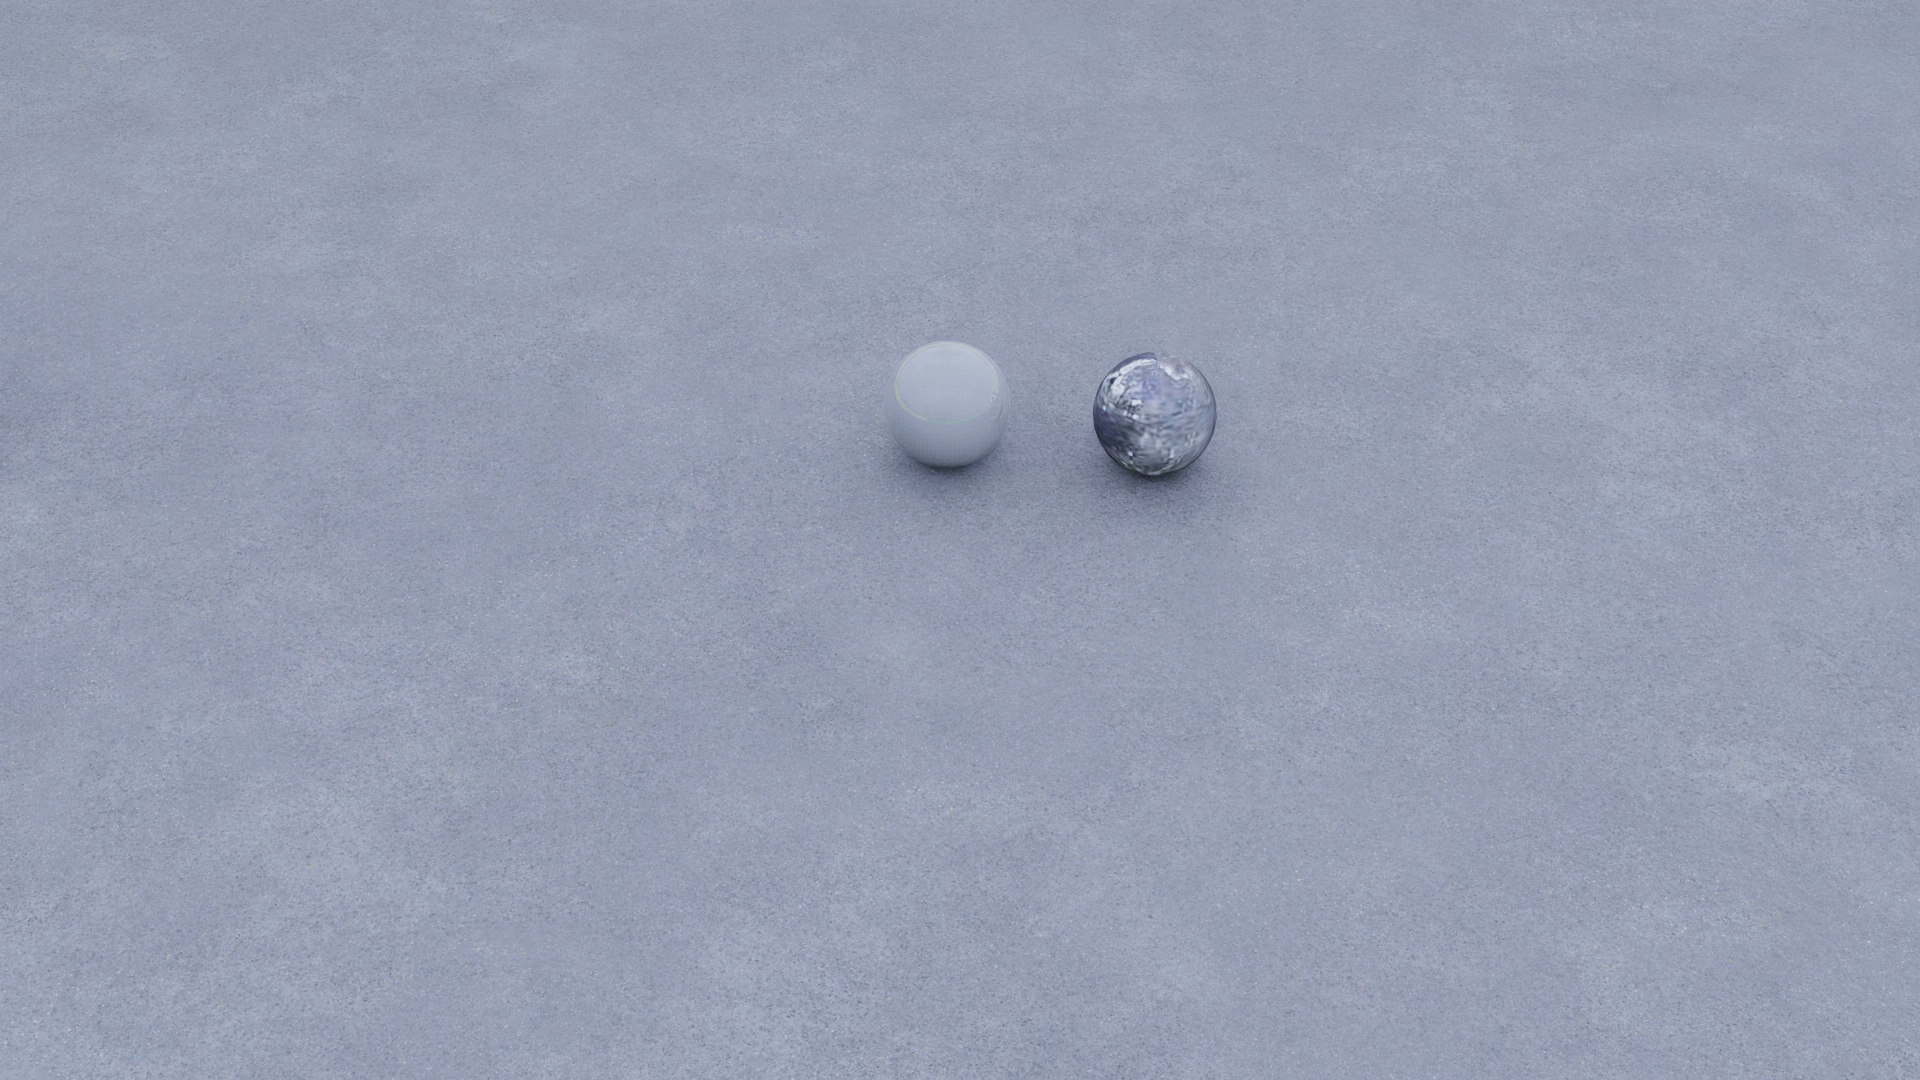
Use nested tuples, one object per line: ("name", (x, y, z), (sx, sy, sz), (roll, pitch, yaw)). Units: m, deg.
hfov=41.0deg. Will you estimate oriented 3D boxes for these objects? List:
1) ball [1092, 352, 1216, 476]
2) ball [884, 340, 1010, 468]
("ball", (0.122, -0.079, 1.605), (0.078, 0.078, 0.078), (0, 37, 0))
("ball", (-0.008, -0.085, 1.611), (0.080, 0.080, 0.080), (0, 37, 0))
